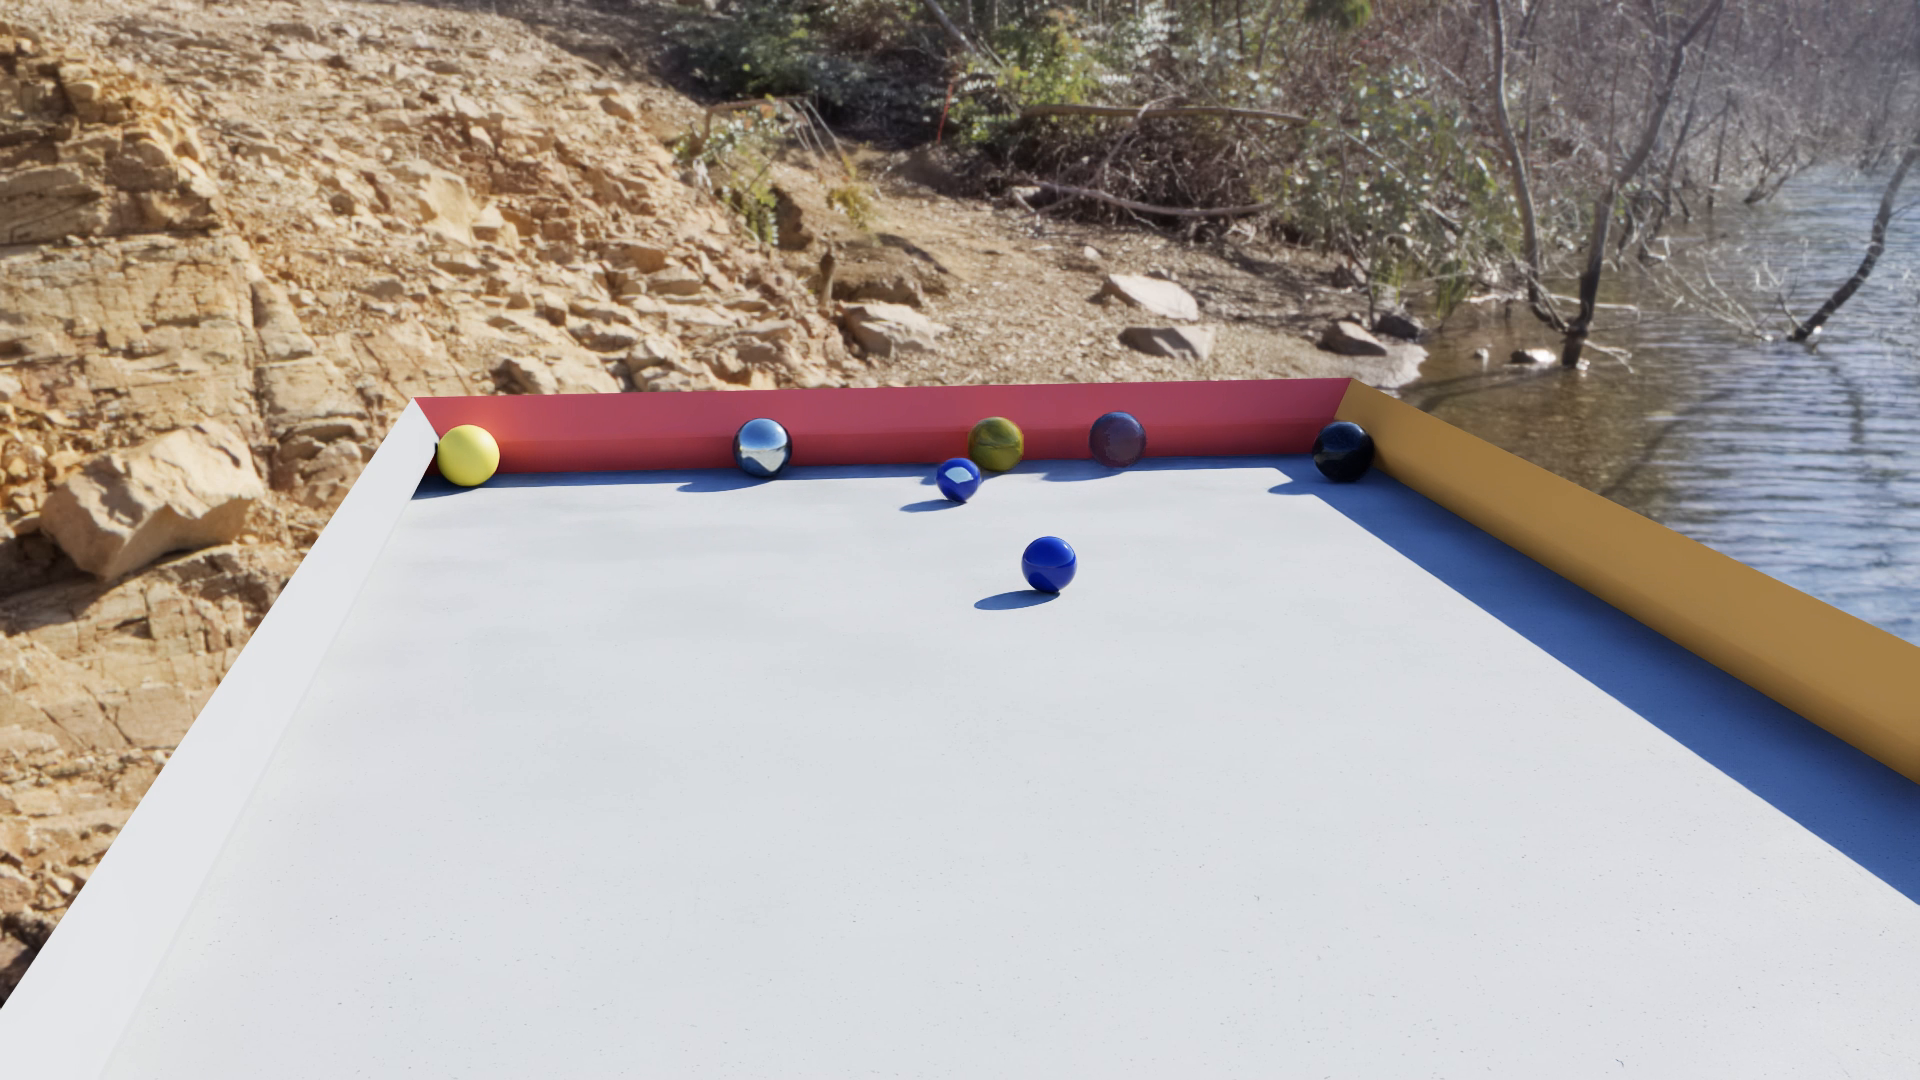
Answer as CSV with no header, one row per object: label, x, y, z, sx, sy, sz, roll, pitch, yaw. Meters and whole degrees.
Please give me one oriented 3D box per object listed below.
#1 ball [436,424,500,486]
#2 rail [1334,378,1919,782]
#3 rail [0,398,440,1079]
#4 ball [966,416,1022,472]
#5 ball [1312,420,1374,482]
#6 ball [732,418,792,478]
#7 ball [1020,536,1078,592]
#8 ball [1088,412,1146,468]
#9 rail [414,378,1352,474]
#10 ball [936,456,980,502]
ball,-0.779,-0.133,3.482,0.098,0.098,0.098,0,13,0
rail,0.862,0.128,2.251,0.045,0.127,3.142,-2,13,-8
rail,-0.649,0.174,2.049,0.045,0.127,3.142,-2,13,-8
ball,0.057,-0.157,3.600,0.091,0.091,0.091,0,13,0
ball,0.613,-0.143,3.526,0.097,0.097,0.097,0,13,0
ball,-0.319,-0.149,3.552,0.097,0.097,0.097,0,13,0
ball,0.114,0.031,2.809,0.073,0.073,0.073,0,13,0
ball,0.259,-0.165,3.632,0.094,0.094,0.094,0,13,0
rail,-0.104,-0.186,3.646,1.572,0.127,0.045,-2,13,-8
ball,-0.002,-0.093,3.372,0.068,0.068,0.068,0,13,0
